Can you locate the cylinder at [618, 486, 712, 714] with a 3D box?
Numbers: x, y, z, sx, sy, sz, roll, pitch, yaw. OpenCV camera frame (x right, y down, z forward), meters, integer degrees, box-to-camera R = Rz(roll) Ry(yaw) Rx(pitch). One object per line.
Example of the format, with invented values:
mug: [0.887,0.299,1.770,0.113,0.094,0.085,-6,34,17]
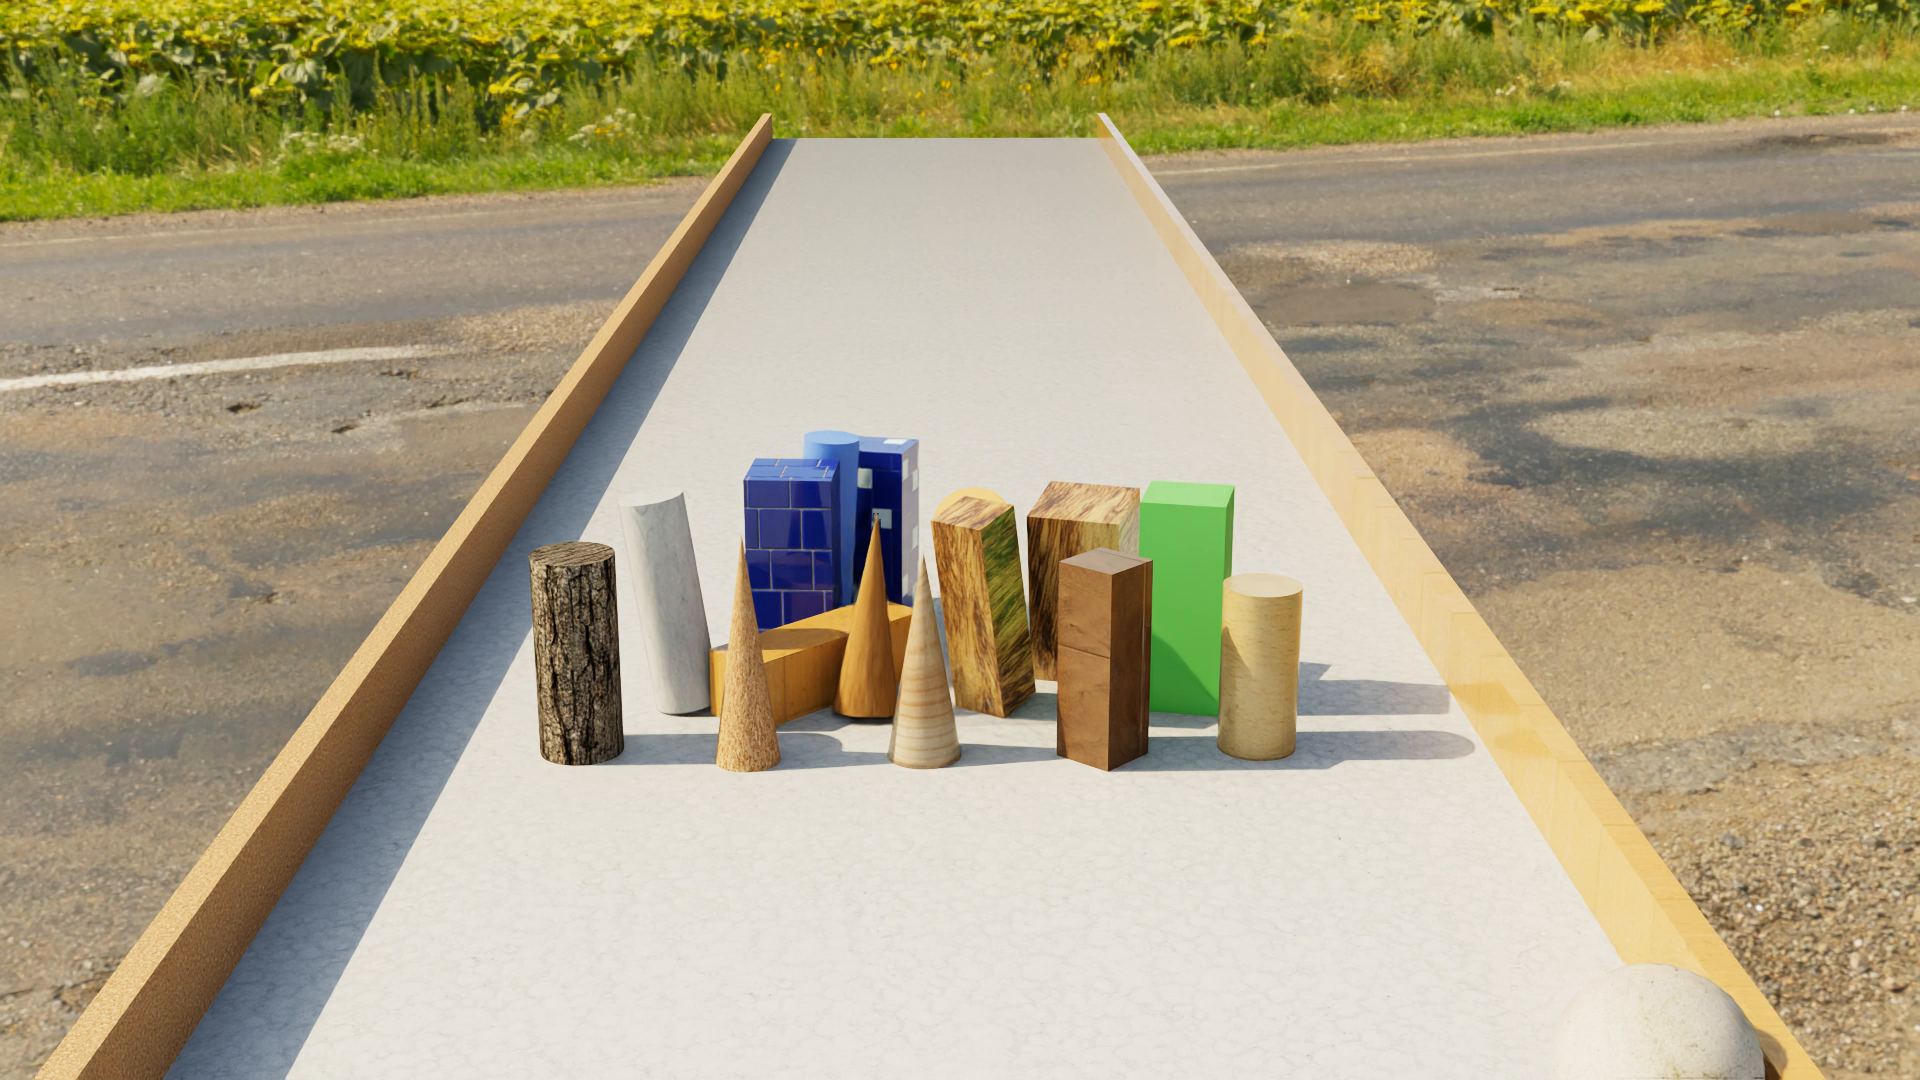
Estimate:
cylinder: [-0.543,0.113,4.112,0.122,0.407,0.122,-8,16,2]

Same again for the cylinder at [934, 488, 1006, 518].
cylinder: [0.043,0.070,4.310,0.144,0.378,0.144,-4,53,5]

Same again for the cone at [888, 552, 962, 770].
cone: [-0.064,0.201,3.878,0.133,0.383,0.133,0,17,0]

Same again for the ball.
ball: [0.839,0.636,2.651,0.249,0.249,0.249,0,17,0]

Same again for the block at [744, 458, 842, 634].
block: [-0.331,0.045,4.401,0.171,0.385,0.171,1,17,3]

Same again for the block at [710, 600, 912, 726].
block: [-0.271,0.233,4.214,0.130,0.130,0.432,15,22,41]

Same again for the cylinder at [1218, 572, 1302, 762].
cylinder: [0.535,0.226,3.929,0.141,0.306,0.141,0,17,0]

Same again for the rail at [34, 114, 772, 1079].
rail: [-1.118,-0.838,7.780,0.050,0.150,12.000,0,17,-1]

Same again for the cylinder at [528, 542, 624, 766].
cylinder: [-0.679,0.201,3.903,0.149,0.369,0.149,0,17,0]

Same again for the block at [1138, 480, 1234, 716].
block: [0.424,0.109,4.147,0.158,0.407,0.158,4,17,12]

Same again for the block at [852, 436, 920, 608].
block: [-0.173,-0.025,4.666,0.142,0.363,0.142,4,15,13]

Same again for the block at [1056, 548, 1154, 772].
block: [0.255,0.210,3.885,0.117,0.363,0.117,14,22,40]

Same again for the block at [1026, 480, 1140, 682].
block: [0.245,0.085,4.292,0.179,0.347,0.179,5,25,16]

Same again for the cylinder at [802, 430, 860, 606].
cylinder: [-0.274,-0.014,4.543,0.114,0.410,0.114,3,17,-1]

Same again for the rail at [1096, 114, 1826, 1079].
rail: [0.932,-0.844,7.801,0.050,0.150,12.000,0,17,-1]

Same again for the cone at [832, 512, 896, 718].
cone: [-0.165,0.132,4.095,0.124,0.378,0.124,4,9,-1]

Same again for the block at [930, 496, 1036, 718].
block: [0.045,0.126,4.087,0.110,0.394,0.110,11,32,34]

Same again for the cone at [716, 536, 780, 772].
cone: [-0.377,0.190,3.851,0.116,0.420,0.116,0,17,0]
